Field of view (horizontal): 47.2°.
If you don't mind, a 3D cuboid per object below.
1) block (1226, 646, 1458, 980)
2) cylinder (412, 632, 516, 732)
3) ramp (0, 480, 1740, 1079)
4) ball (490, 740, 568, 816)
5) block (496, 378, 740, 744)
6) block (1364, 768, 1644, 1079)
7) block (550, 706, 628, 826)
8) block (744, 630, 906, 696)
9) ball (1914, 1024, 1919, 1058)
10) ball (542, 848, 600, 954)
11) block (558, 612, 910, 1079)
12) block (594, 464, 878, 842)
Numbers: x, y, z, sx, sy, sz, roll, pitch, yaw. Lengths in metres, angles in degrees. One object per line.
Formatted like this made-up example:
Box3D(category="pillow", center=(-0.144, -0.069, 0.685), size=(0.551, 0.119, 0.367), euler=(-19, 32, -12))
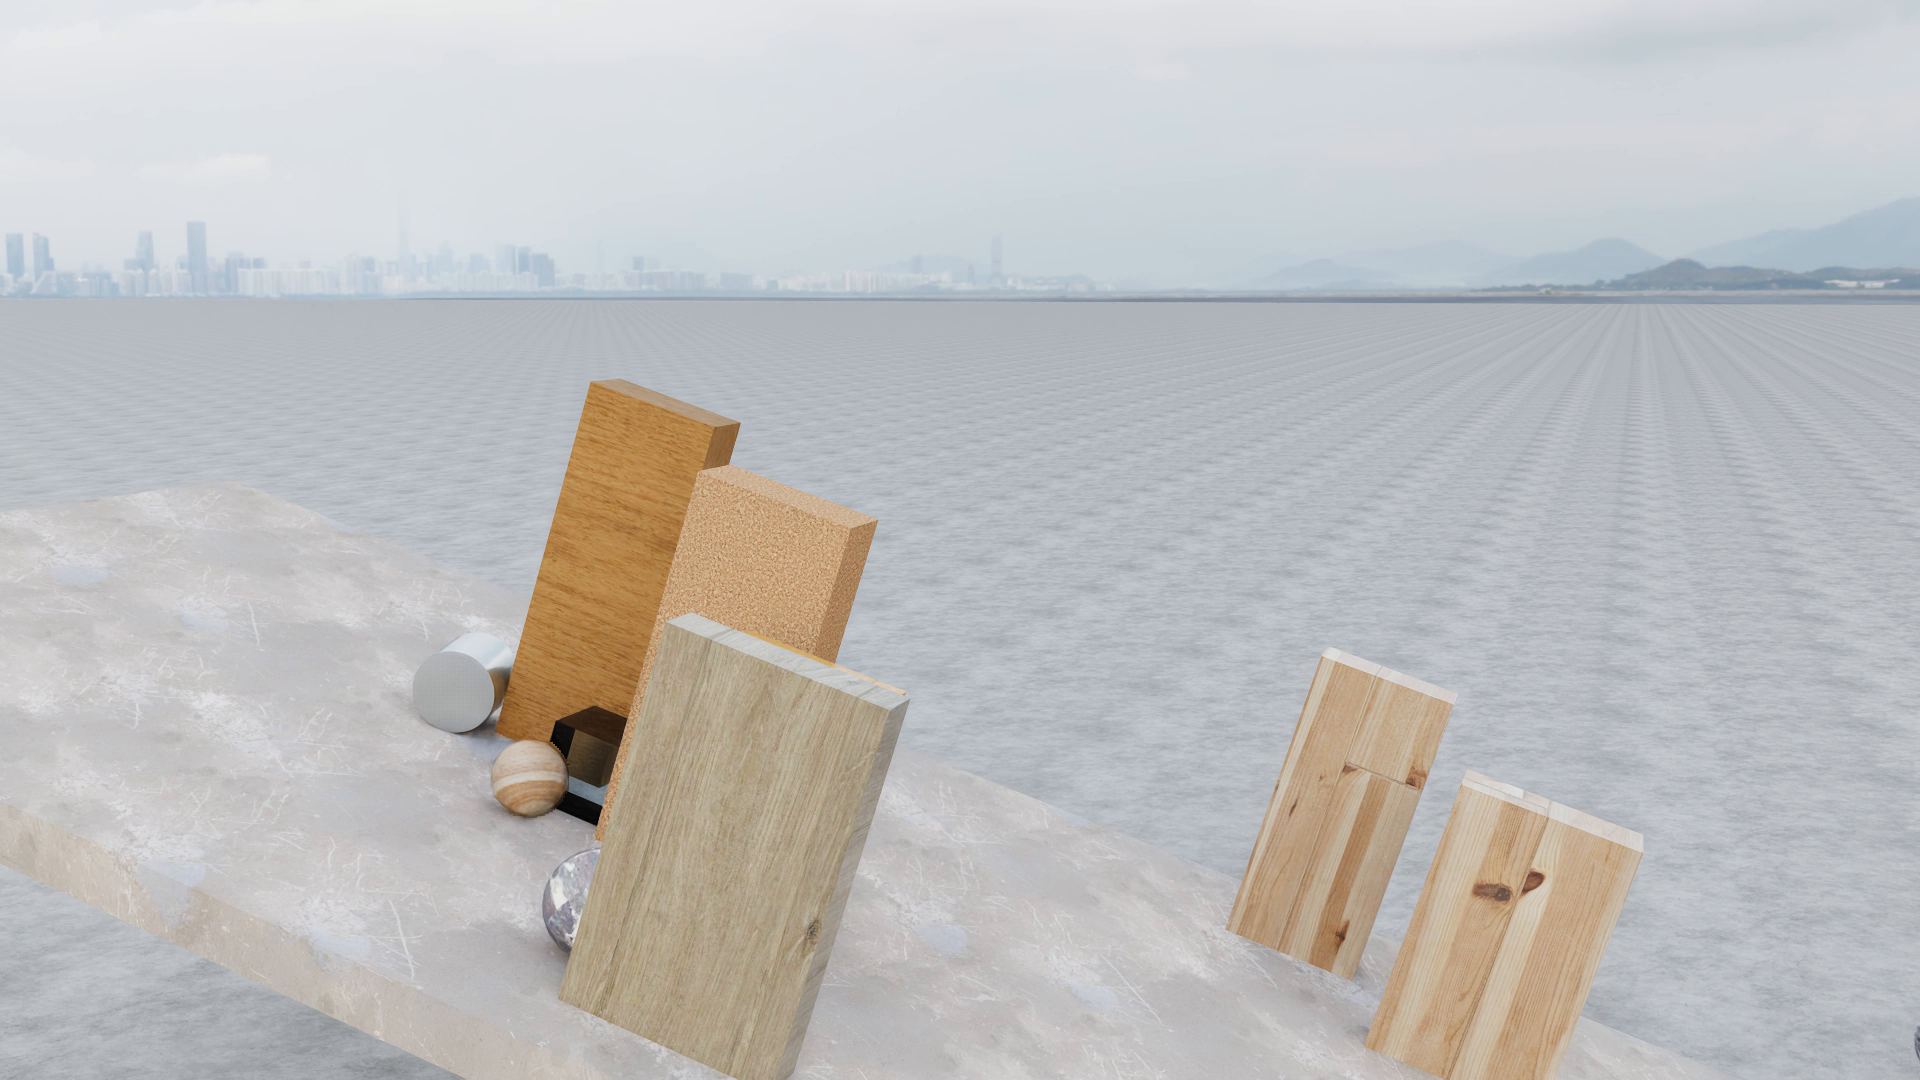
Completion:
Box3D(category="block", center=(0.796, 0.571, 4.600), size=(0.282, 0.625, 0.119), euler=(20, 12, 14))
Box3D(category="cylinder", center=(-0.999, 0.287, 4.451), size=(0.167, 0.167, 0.167), euler=(1, 11, 5))
Box3D(category="ramp", center=(-0.358, 0.679, 4.227), size=(4.000, 0.100, 2.000), euler=(20, 12, 14))
Box3D(category="ball", center=(-0.801, 0.442, 4.086), size=(0.141, 0.141, 0.141), euler=(0, 7, 0))
Box3D(category="block", center=(-0.690, 0.079, 4.418), size=(0.275, 0.750, 0.133), euler=(20, 12, 14))
Box3D(category="block", center=(1.039, 0.769, 4.212), size=(0.348, 0.554, 0.139), euler=(20, 12, 14))
Box3D(category="block", center=(-0.689, 0.436, 4.223), size=(0.163, 0.163, 0.163), euler=(20, 12, 14))
Box3D(category="block", center=(-0.324, 0.454, 3.804), size=(0.306, 0.511, 0.124), euler=(20, 12, 14))
Box3D(category="ball", center=(2.285, 1.161, 5.066), size=(0.160, 0.160, 0.160), euler=(0, 7, 0))
Box3D(category="ball", center=(-0.587, 0.594, 3.584), size=(0.185, 0.185, 0.185), euler=(0, 7, 0))
Box3D(category="block", center=(-0.350, 0.476, 3.361), size=(0.373, 0.634, 0.095), euler=(20, 12, 14))
Box3D(category="block", center=(-0.414, 0.259, 4.043), size=(0.305, 0.726, 0.147), euler=(20, 12, 14))
